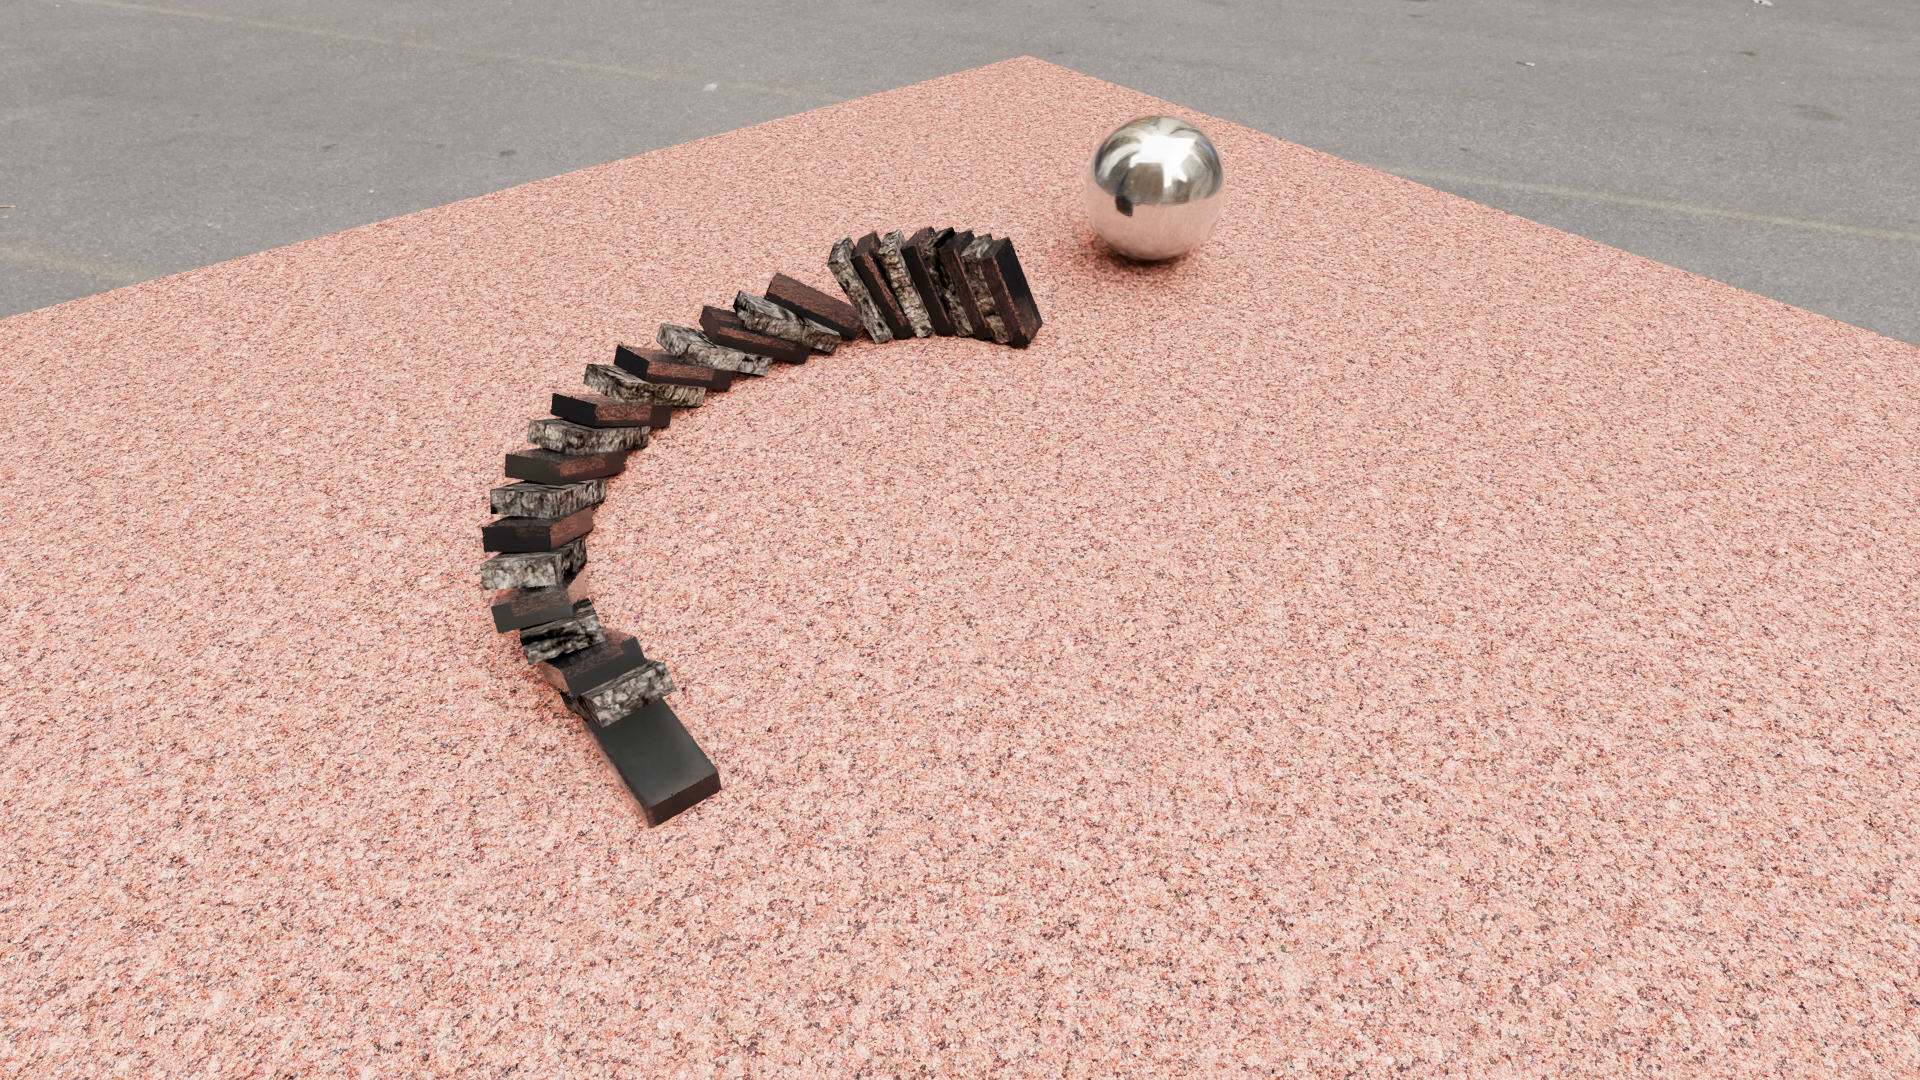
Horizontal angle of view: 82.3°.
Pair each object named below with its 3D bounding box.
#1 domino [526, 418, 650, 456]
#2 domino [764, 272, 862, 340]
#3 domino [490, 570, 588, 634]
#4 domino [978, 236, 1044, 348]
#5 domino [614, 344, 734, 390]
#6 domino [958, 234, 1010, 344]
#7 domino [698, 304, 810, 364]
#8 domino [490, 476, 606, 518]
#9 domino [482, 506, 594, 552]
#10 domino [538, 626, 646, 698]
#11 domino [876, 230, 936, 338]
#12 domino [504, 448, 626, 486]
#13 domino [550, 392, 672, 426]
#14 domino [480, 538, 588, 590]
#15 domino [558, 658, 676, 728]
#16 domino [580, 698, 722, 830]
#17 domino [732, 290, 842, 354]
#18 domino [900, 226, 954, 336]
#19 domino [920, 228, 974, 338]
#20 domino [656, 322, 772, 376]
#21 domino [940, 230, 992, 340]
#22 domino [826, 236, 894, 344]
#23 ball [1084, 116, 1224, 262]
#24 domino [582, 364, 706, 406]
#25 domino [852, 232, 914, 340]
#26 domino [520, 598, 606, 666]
[{"bbox_3d":[-0.162,-0.047,0.483,0.025,0.010,0.050,15,14,17],"label":"domino"},{"bbox_3d":[-0.075,-0.122,0.572,0.050,0.009,0.025,23,23,-11],"label":"domino"},{"bbox_3d":[-0.150,0.022,0.396,0.025,0.009,0.050,-14,9,-12],"label":"domino"},{"bbox_3d":[0.027,-0.127,0.567,0.009,0.050,0.025,-8,33,29],"label":"domino"},{"bbox_3d":[-0.136,-0.082,0.524,0.025,0.010,0.050,28,18,32],"label":"domino"},{"bbox_3d":[0.017,-0.130,0.571,0.010,0.050,0.025,-8,33,29],"label":"domino"},{"bbox_3d":[-0.103,-0.103,0.552,0.050,0.010,0.025,7,30,-37],"label":"domino"},{"bbox_3d":[-0.167,-0.018,0.448,0.025,0.009,0.050,4,11,5],"label":"domino"},{"bbox_3d":[-0.164,-0.005,0.431,0.025,0.010,0.050,-1,11,-1],"label":"domino"},{"bbox_3d":[-0.126,0.040,0.372,0.025,0.010,0.050,-26,13,-27],"label":"domino"},{"bbox_3d":[-0.026,-0.134,0.575,0.009,0.050,0.025,-15,35,19],"label":"domino"},{"bbox_3d":[-0.166,-0.033,0.466,0.025,0.010,0.050,10,13,12],"label":"domino"},{"bbox_3d":[-0.156,-0.059,0.496,0.025,0.010,0.050,16,12,21],"label":"domino"},{"bbox_3d":[-0.159,0.008,0.414,0.025,0.009,0.050,-5,9,-5],"label":"domino"},{"bbox_3d":[-0.114,0.048,0.363,0.025,0.009,0.050,-26,13,-29],"label":"domino"},{"bbox_3d":[-0.102,0.069,0.359,0.025,0.010,0.050,-26,46,-28],"label":"domino"},{"bbox_3d":[-0.088,-0.111,0.559,0.050,0.009,0.025,12,27,-33],"label":"domino"},{"bbox_3d":[-0.013,-0.136,0.578,0.009,0.050,0.025,-8,33,29],"label":"domino"},{"bbox_3d":[-0.002,-0.135,0.577,0.010,0.050,0.025,-8,33,29],"label":"domino"},{"bbox_3d":[-0.120,-0.093,0.540,0.050,0.009,0.025,2,29,-45],"label":"domino"},{"bbox_3d":[0.008,-0.133,0.574,0.010,0.050,0.025,-8,33,29],"label":"domino"},{"bbox_3d":[-0.050,-0.129,0.570,0.009,0.050,0.025,-20,35,19],"label":"domino"},{"bbox_3d":[0.111,-0.202,0.634,0.080,0.080,0.080,0,39,0],"label":"ball"},{"bbox_3d":[-0.147,-0.072,0.513,0.025,0.010,0.050,27,18,29],"label":"domino"},{"bbox_3d":[-0.038,-0.132,0.574,0.010,0.050,0.025,-18,35,20],"label":"domino"},{"bbox_3d":[-0.140,0.031,0.385,0.025,0.009,0.050,-18,10,-20],"label":"domino"}]
